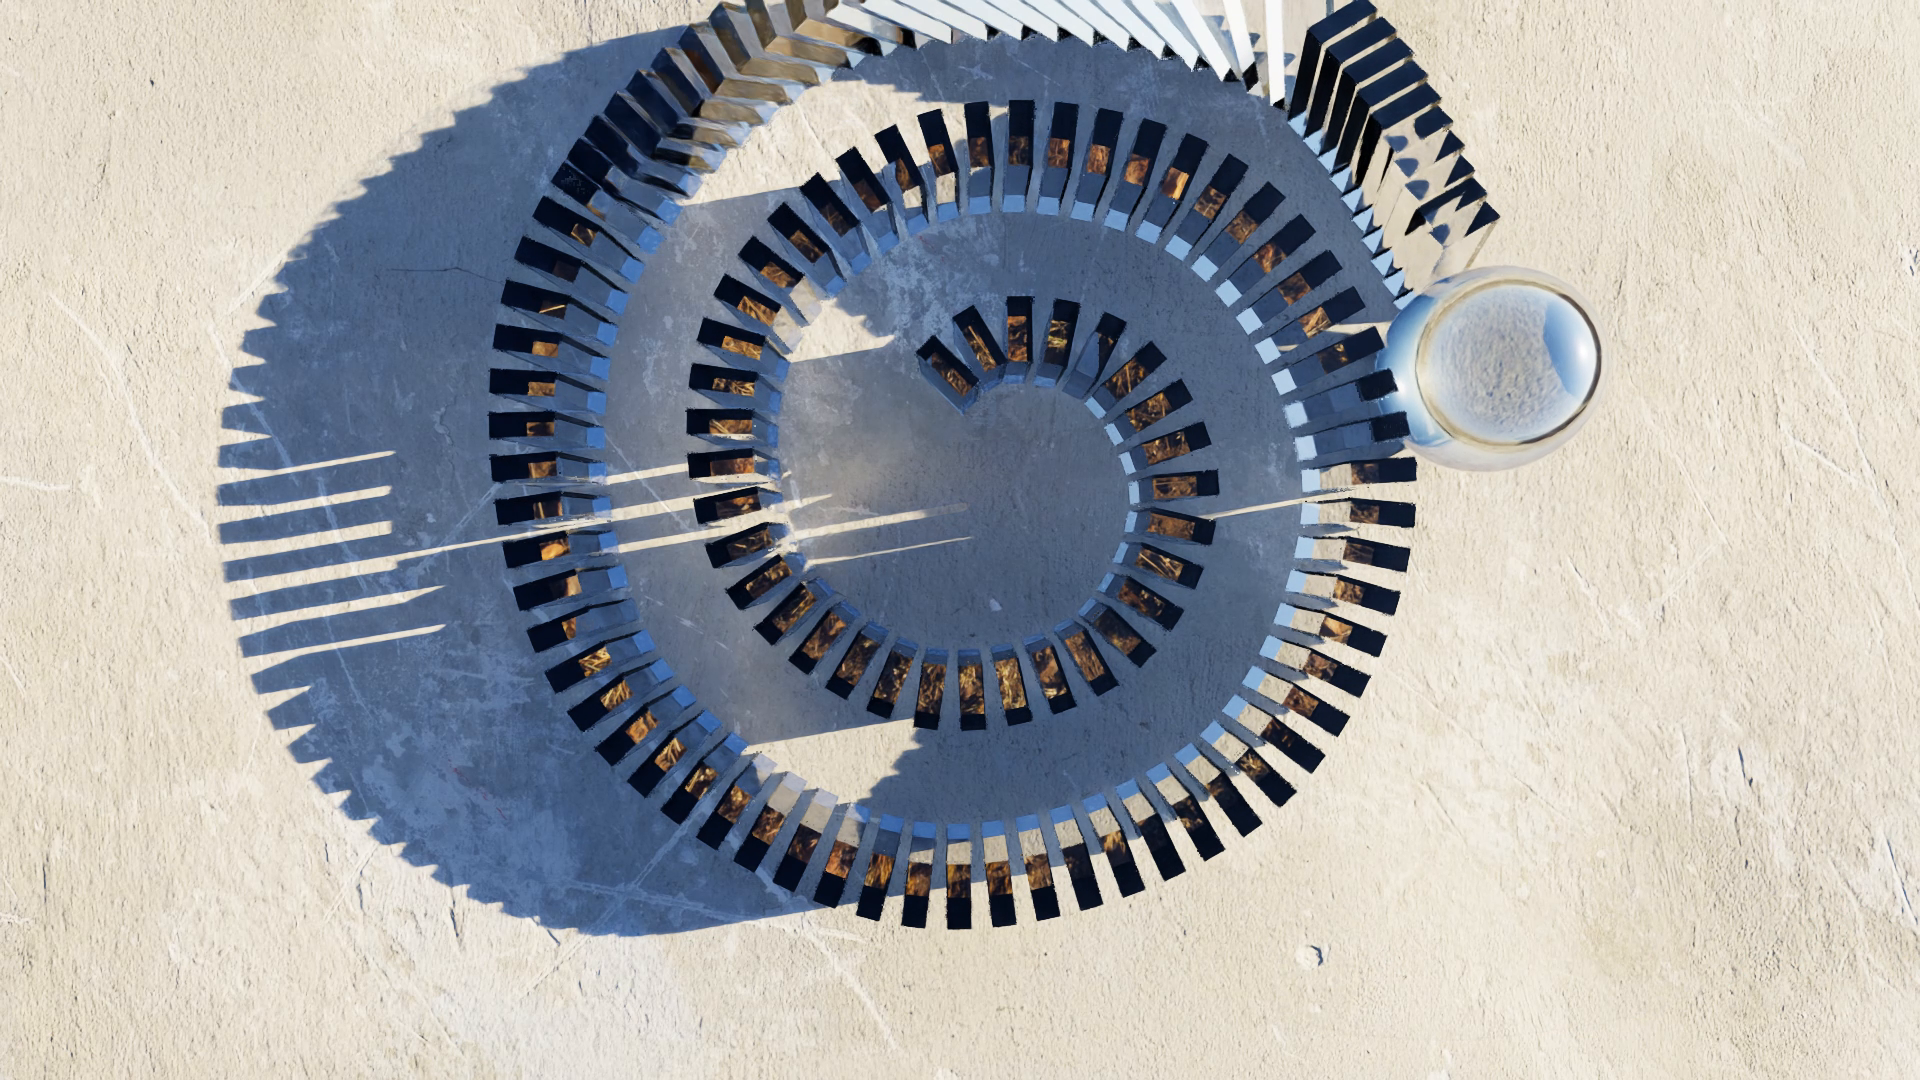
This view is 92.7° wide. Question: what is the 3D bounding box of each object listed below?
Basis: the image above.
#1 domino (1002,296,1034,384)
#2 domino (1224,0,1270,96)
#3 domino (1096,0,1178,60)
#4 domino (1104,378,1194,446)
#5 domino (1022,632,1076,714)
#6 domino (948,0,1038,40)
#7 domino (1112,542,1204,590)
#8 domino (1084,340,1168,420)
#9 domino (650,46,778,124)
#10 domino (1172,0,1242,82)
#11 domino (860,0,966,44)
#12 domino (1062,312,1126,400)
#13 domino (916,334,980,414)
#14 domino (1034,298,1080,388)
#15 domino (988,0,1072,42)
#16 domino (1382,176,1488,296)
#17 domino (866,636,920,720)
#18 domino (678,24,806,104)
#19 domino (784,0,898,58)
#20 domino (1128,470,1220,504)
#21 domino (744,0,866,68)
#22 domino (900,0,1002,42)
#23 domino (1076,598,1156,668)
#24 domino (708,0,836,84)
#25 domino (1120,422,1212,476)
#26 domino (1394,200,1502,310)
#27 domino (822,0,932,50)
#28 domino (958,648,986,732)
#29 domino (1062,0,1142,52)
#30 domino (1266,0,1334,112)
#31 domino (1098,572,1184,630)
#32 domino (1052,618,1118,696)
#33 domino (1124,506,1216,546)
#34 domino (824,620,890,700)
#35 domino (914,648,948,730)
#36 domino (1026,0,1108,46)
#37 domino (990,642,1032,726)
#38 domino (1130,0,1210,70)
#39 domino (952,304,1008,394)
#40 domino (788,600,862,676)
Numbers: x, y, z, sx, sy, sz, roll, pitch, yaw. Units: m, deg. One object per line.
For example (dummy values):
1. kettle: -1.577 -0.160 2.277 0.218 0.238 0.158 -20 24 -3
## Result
1. domino: 0.023 -0.081 0.375 0.010 0.050 0.025 -1 90 0
2. domino: 0.125 -0.213 0.378 0.025 0.050 0.009 -45 50 0
3. domino: 0.075 -0.226 0.381 0.050 0.010 0.025 17 90 -39
4. domino: 0.076 -0.051 0.375 0.025 0.050 0.009 -30 90 0
5. domino: 0.036 0.054 0.375 0.010 0.050 0.025 -20 90 0
6. domino: 0.012 -0.231 0.380 0.050 0.010 0.025 2 90 -41
7. domino: 0.080 0.010 0.375 0.025 0.050 0.010 22 90 0
8. domino: 0.067 -0.064 0.375 0.025 0.050 0.009 -42 90 0
9. domino: -0.099 -0.186 0.376 0.009 0.050 0.025 -37 90 32
10. domino: 0.107 -0.219 0.379 0.050 0.010 0.025 30 90 -43
11. domino: -0.020 -0.228 0.379 0.050 0.009 0.025 -5 90 -44
12. domino: 0.054 -0.074 0.375 0.010 0.050 0.025 26 90 0
13. domino: -0.005 -0.067 0.375 0.025 0.050 0.010 44 90 0
14. domino: 0.039 -0.079 0.375 0.010 0.050 0.025 12 90 0
15. domino: 0.027 -0.231 0.380 0.050 0.010 0.025 5 90 -41
16. domino: 0.193 -0.123 0.375 0.025 0.050 0.009 -29 70 0
17. domino: -0.027 0.055 0.375 0.010 0.050 0.025 22 90 0
18. domino: -0.088 -0.195 0.377 0.009 0.050 0.025 -33 90 36
19. domino: -0.050 -0.219 0.379 0.009 0.050 0.025 -15 90 43
20. domino: 0.086 -0.021 0.375 0.025 0.050 0.010 -4 90 0
21. domino: -0.064 -0.212 0.378 0.010 0.050 0.025 -21 90 41
22. domino: -0.004 -0.230 0.380 0.050 0.009 0.025 -2 90 -42
23. domino: 0.063 0.037 0.375 0.025 0.050 0.010 44 90 0
24. domino: -0.076 -0.204 0.378 0.009 0.050 0.025 -29 90 39
25. domino: 0.083 -0.037 0.375 0.025 0.050 0.009 -19 90 0
26. domino: 0.198 -0.114 0.375 0.025 0.050 0.010 -29 70 0
27. domino: -0.035 -0.224 0.379 0.009 0.050 0.025 -9 90 45
28. domino: 0.005 0.060 0.375 0.010 0.050 0.025 -4 90 0
29. domino: 0.059 -0.229 0.380 0.050 0.009 0.025 12 90 -40
30. domino: 0.140 -0.208 0.377 0.025 0.050 0.010 -31 48 -4
31. domino: 0.073 0.024 0.375 0.025 0.050 0.010 32 90 0
32. domino: 0.050 0.047 0.375 0.010 0.050 0.025 -30 90 0
33. domino: 0.085 -0.005 0.375 0.025 0.050 0.010 13 90 0
34. domino: -0.041 0.048 0.375 0.009 0.050 0.025 31 90 0
35. domino: -0.011 0.060 0.375 0.009 0.050 0.025 8 90 0
36. domino: 0.043 -0.230 0.380 0.050 0.009 0.025 8 90 -40
37. domino: 0.020 0.058 0.375 0.009 0.050 0.025 -12 90 0
38. domino: 0.091 -0.223 0.381 0.050 0.010 0.025 23 90 -39
39. domino: 0.008 -0.077 0.375 0.009 0.050 0.025 -31 90 0
40. domino: -0.054 0.039 0.375 0.010 0.050 0.025 38 90 0
